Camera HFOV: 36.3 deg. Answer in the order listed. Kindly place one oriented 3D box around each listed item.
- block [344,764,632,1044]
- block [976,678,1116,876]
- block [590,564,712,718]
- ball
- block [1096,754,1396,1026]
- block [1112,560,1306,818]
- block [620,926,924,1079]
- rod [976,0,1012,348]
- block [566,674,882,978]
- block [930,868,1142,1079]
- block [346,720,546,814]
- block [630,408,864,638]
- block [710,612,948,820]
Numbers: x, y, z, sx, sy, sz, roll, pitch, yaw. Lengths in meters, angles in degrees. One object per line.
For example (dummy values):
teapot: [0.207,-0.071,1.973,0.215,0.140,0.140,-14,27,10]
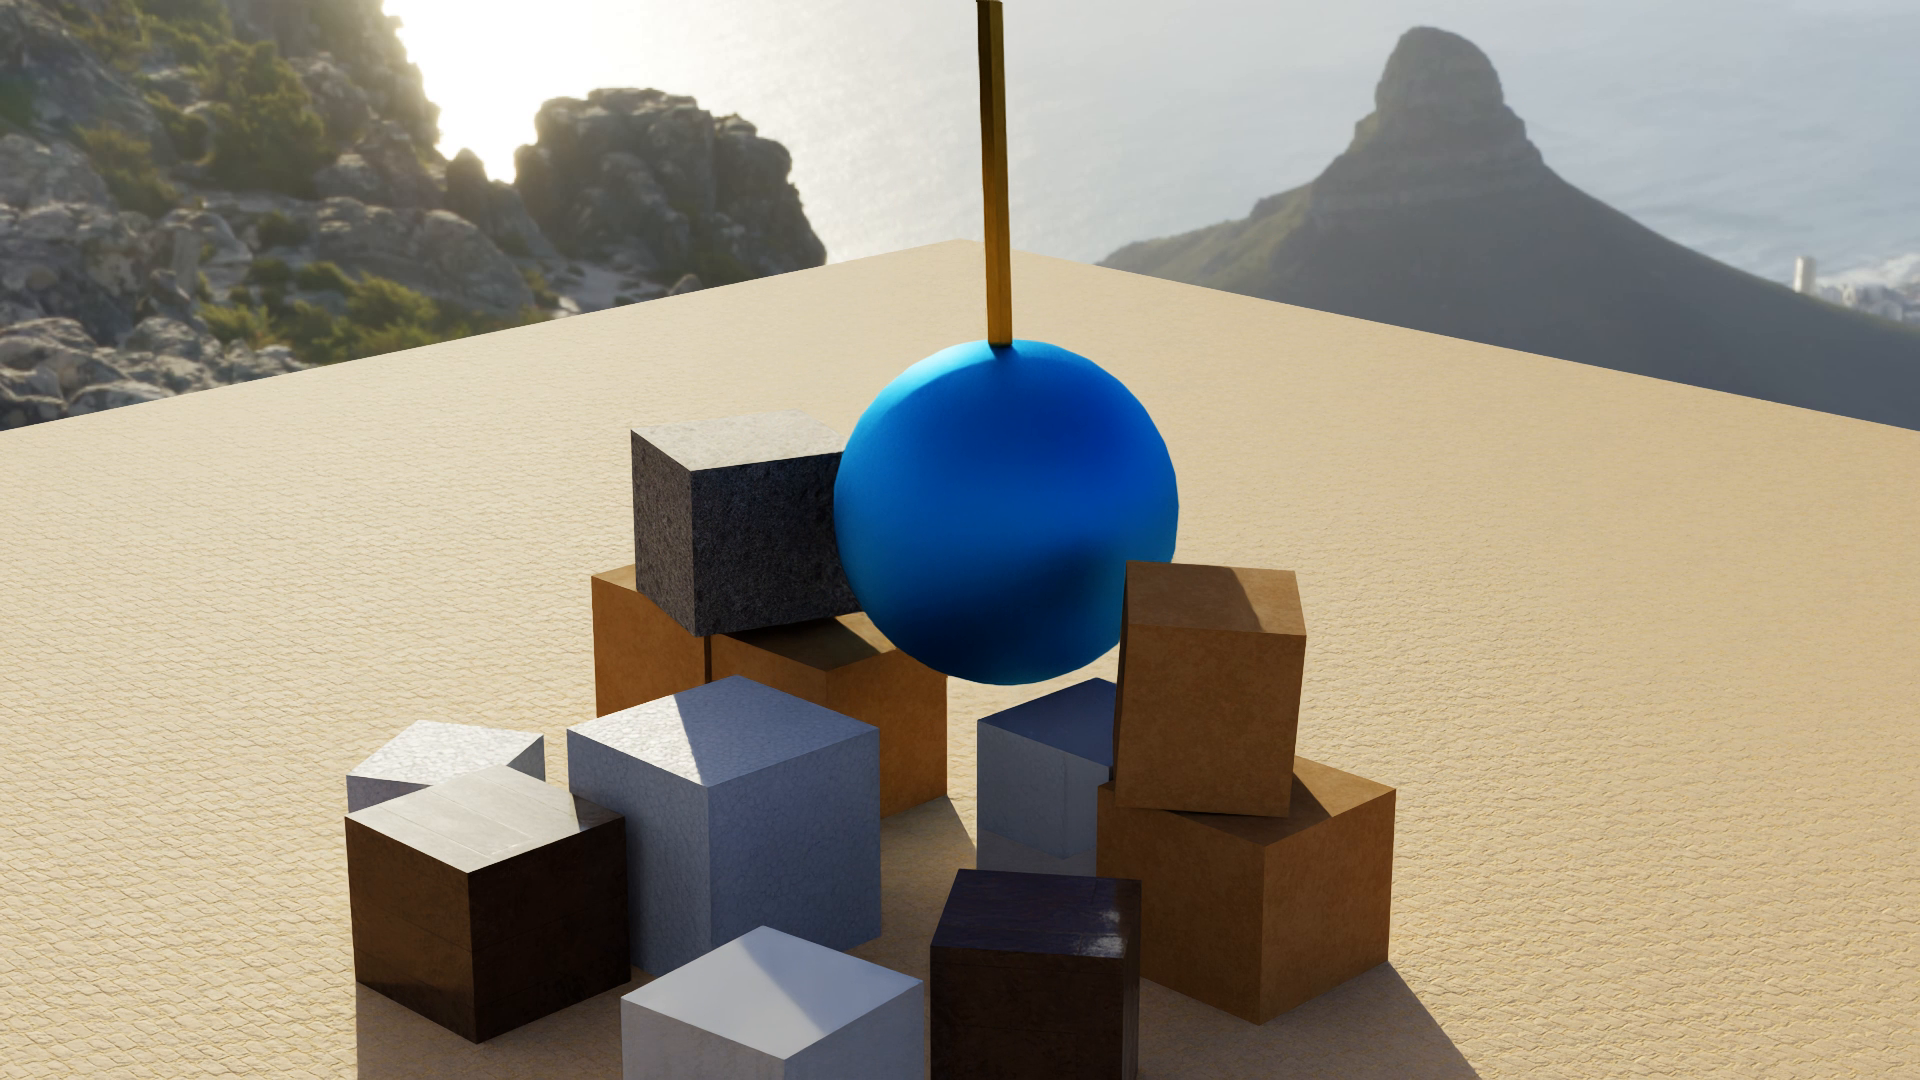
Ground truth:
block: [-1.976,1.505,12.296,0.843,0.754,0.808,16,24,42]
block: [0.628,1.204,13.086,0.779,0.855,0.788,-17,24,-42]
block: [-1.250,0.623,14.823,0.829,0.923,0.869,-17,24,-42]
ball: [0.211,-0.130,13.522,1.600,1.600,1.600,0,17,0]
block: [1.210,1.423,12.492,0.869,0.795,0.910,-17,24,-42]
block: [1.029,0.613,12.264,0.717,0.811,0.725,4,20,1]
block: [-0.669,1.999,10.608,0.770,0.824,0.766,13,22,36]
rod: [0.091,-3.334,12.390,0.080,5.200,0.080,17,27,42]
block: [-1.014,1.269,12.682,0.955,0.975,0.938,-16,24,-42]
block: [0.298,1.802,11.241,0.719,0.821,0.710,3,18,8]
block: [-2.297,1.269,13.216,0.627,0.654,0.704,5,18,16]
block: [-1.027,-0.099,14.219,0.883,0.817,0.823,-8,19,-24]
block: [-0.634,0.841,14.266,0.790,0.841,0.827,-17,24,-42]
